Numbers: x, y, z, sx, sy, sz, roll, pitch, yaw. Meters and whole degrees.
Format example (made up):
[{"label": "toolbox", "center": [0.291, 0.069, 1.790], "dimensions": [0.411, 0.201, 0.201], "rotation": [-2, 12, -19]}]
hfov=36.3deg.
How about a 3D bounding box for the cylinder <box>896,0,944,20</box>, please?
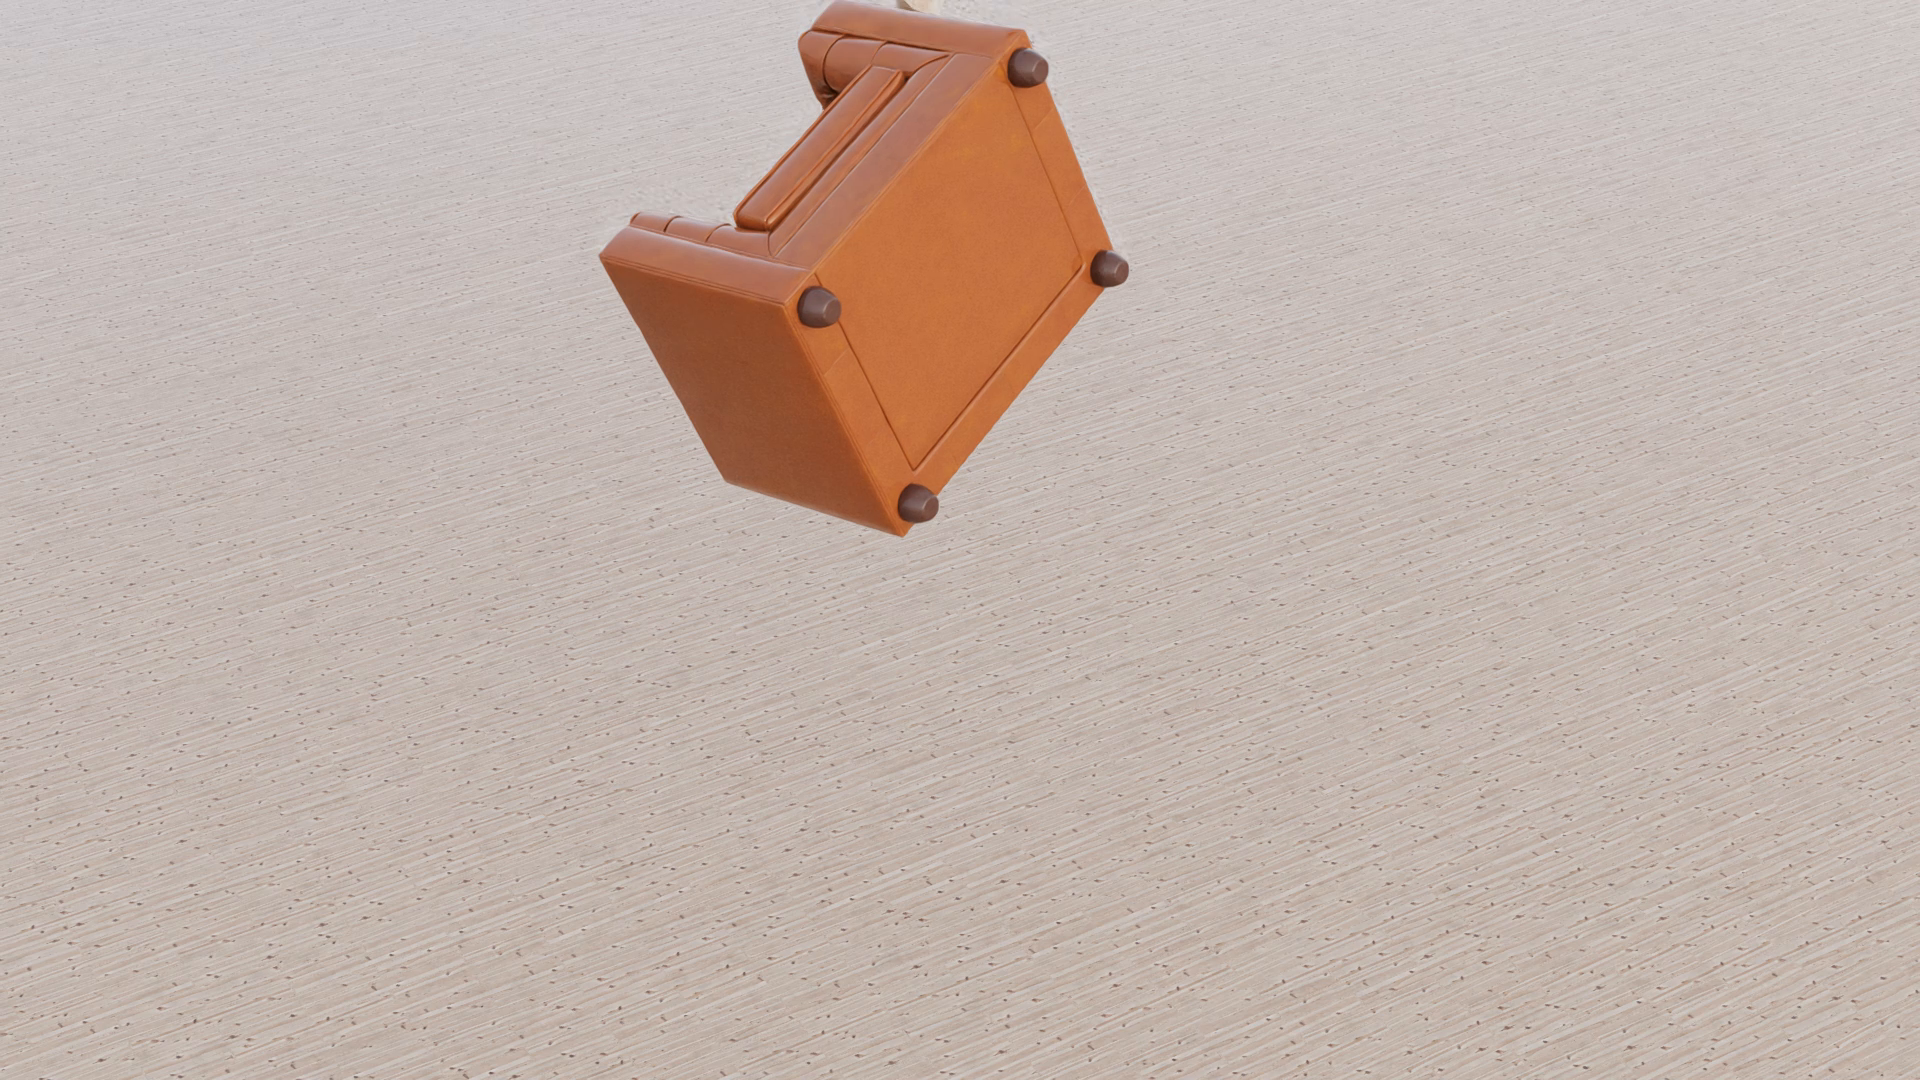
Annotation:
[{"label": "cylinder", "center": [-0.137, -1.852, 10.117], "dimensions": [0.147, 0.092, 0.094], "rotation": [11, -8, -17]}]
